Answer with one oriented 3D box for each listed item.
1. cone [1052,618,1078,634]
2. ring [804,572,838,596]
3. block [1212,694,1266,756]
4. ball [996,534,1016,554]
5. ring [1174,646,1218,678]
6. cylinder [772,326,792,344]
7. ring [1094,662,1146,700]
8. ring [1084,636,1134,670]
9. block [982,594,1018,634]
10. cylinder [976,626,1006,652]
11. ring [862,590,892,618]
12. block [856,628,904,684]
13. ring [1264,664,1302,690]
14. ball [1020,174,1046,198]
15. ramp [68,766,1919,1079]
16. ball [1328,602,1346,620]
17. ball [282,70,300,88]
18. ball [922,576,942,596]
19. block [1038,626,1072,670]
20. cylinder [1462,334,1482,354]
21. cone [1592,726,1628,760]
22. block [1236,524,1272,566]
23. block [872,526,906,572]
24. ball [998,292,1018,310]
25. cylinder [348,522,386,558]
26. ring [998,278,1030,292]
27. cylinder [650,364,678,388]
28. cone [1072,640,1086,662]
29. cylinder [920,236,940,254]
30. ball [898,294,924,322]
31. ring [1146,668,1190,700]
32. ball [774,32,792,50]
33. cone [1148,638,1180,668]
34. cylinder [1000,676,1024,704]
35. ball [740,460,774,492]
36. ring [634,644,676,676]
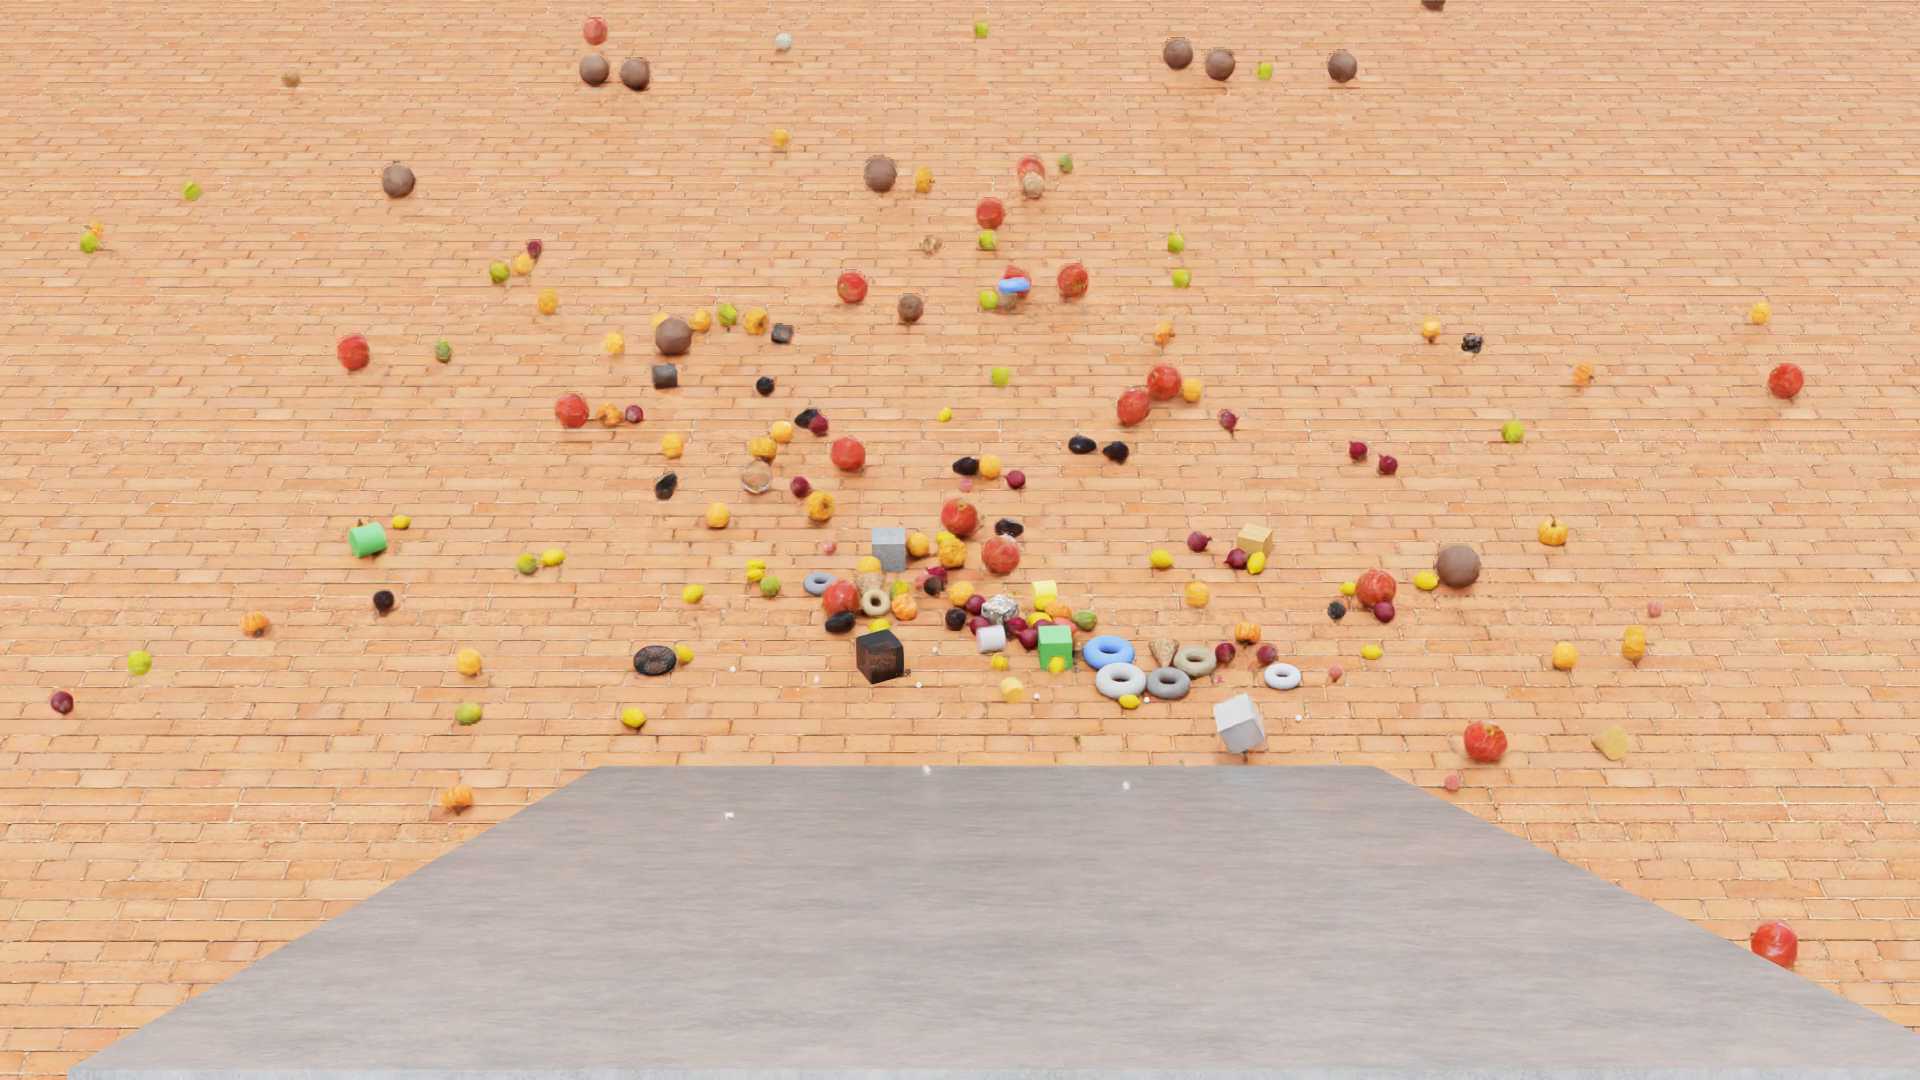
[{"bbox_3d":[0.284,0.274,7.334,0.077,0.077,0.077,13,60,20],"label":"cone"},{"bbox_3d":[-0.408,0.128,7.576,0.103,0.034,0.103,1,30,-1],"label":"ring"},{"bbox_3d":[0.738,0.488,6.848,0.099,0.099,0.099,-23,36,11],"label":"block"},{"bbox_3d":[0.136,0.011,7.745,0.057,0.057,0.057,0,31,0],"label":"ball"},{"bbox_3d":[0.655,0.339,7.222,0.123,0.041,0.123,-1,32,1],"label":"ring"},{"bbox_3d":[-0.613,-0.708,8.929,0.057,0.057,0.057,8,32,13],"label":"cylinder"},{"bbox_3d":[0.443,0.388,7.135,0.144,0.048,0.144,-1,32,1],"label":"ring"},{"bbox_3d":[0.417,0.317,7.252,0.145,0.048,0.145,1,31,-1],"label":"ring"},{"bbox_3d":[0.114,0.214,7.393,0.076,0.076,0.076,24,39,34],"label":"block"},{"bbox_3d":[0.087,0.278,7.295,0.069,0.069,0.069,-7,32,-11],"label":"cylinder"},{"bbox_3d":[-0.240,0.183,7.464,0.090,0.030,0.090,7,59,-12],"label":"ring"},{"bbox_3d":[-0.222,0.324,7.190,0.099,0.099,0.099,-15,34,-22],"label":"block"},{"bbox_3d":[0.891,0.378,7.164,0.104,0.035,0.104,-1,31,1],"label":"ring"},{"bbox_3d":[0.281,-1.365,9.974,0.094,0.094,0.094,0,31,0],"label":"ball"},{"bbox_3d":[0.070,0.617,4.695,2.000,0.100,4.000,0,0,0],"label":"ramp"},{"bbox_3d":[1.079,0.204,7.433,0.052,0.052,0.052,0,31,0],"label":"ball"},{"bbox_3d":[-2.829,-1.949,10.954,0.077,0.077,0.077,0,31,0],"label":"ball"},{"bbox_3d":[-0.081,0.134,7.546,0.055,0.055,0.055,0,31,0],"label":"ball"},{"bbox_3d":[0.266,0.300,7.241,0.087,0.087,0.087,-2,31,-3],"label":"block"},{"bbox_3d":[1.754,-0.671,8.871,0.054,0.054,0.054,16,35,25],"label":"cylinder"},{"bbox_3d":[1.713,0.537,6.895,0.091,0.091,0.091,-19,9,-28],"label":"cone"},{"bbox_3d":[0.877,0.013,7.718,0.082,0.082,0.082,15,34,23],"label":"block"},{"bbox_3d":[-0.211,0.029,7.677,0.098,0.098,0.098,0,31,-1],"label":"block"},{"bbox_3d":[0.170,-0.850,9.152,0.069,0.069,0.069,0,31,0],"label":"ball"},{"bbox_3d":[-1.770,0.000,7.737,0.086,0.086,0.086,-17,35,-29],"label":"cylinder"},{"bbox_3d":[0.188,-0.895,9.100,0.116,0.039,0.116,-6,14,1],"label":"ring"},{"bbox_3d":[-0.986,-0.546,8.643,0.077,0.077,0.077,-2,30,-20],"label":"cylinder"},{"bbox_3d":[0.334,0.304,7.269,0.052,0.052,0.052,0,31,0],"label":"cone"},{"bbox_3d":[-0.110,-1.088,9.555,0.055,0.055,0.055,18,36,27],"label":"cylinder"},{"bbox_3d":[-0.172,-0.811,9.062,0.095,0.095,0.095,0,31,0],"label":"ball"},{"bbox_3d":[0.572,0.395,7.130,0.126,0.042,0.126,0,32,0],"label":"ring"},{"bbox_3d":[-0.771,-2.179,11.330,0.077,0.077,0.077,0,31,0],"label":"ball"},{"bbox_3d":[0.572,0.333,7.233,0.088,0.088,0.088,0,58,-1],"label":"cone"},{"bbox_3d":[0.143,0.412,7.090,0.053,0.053,0.053,-15,56,-23],"label":"cylinder"},{"bbox_3d":[-0.631,-0.197,8.047,0.100,0.100,0.100,0,31,0],"label":"ball"},{"bbox_3d":[-0.852,0.336,7.228,0.122,0.041,0.122,-1,32,0],"label":"ring"}]
